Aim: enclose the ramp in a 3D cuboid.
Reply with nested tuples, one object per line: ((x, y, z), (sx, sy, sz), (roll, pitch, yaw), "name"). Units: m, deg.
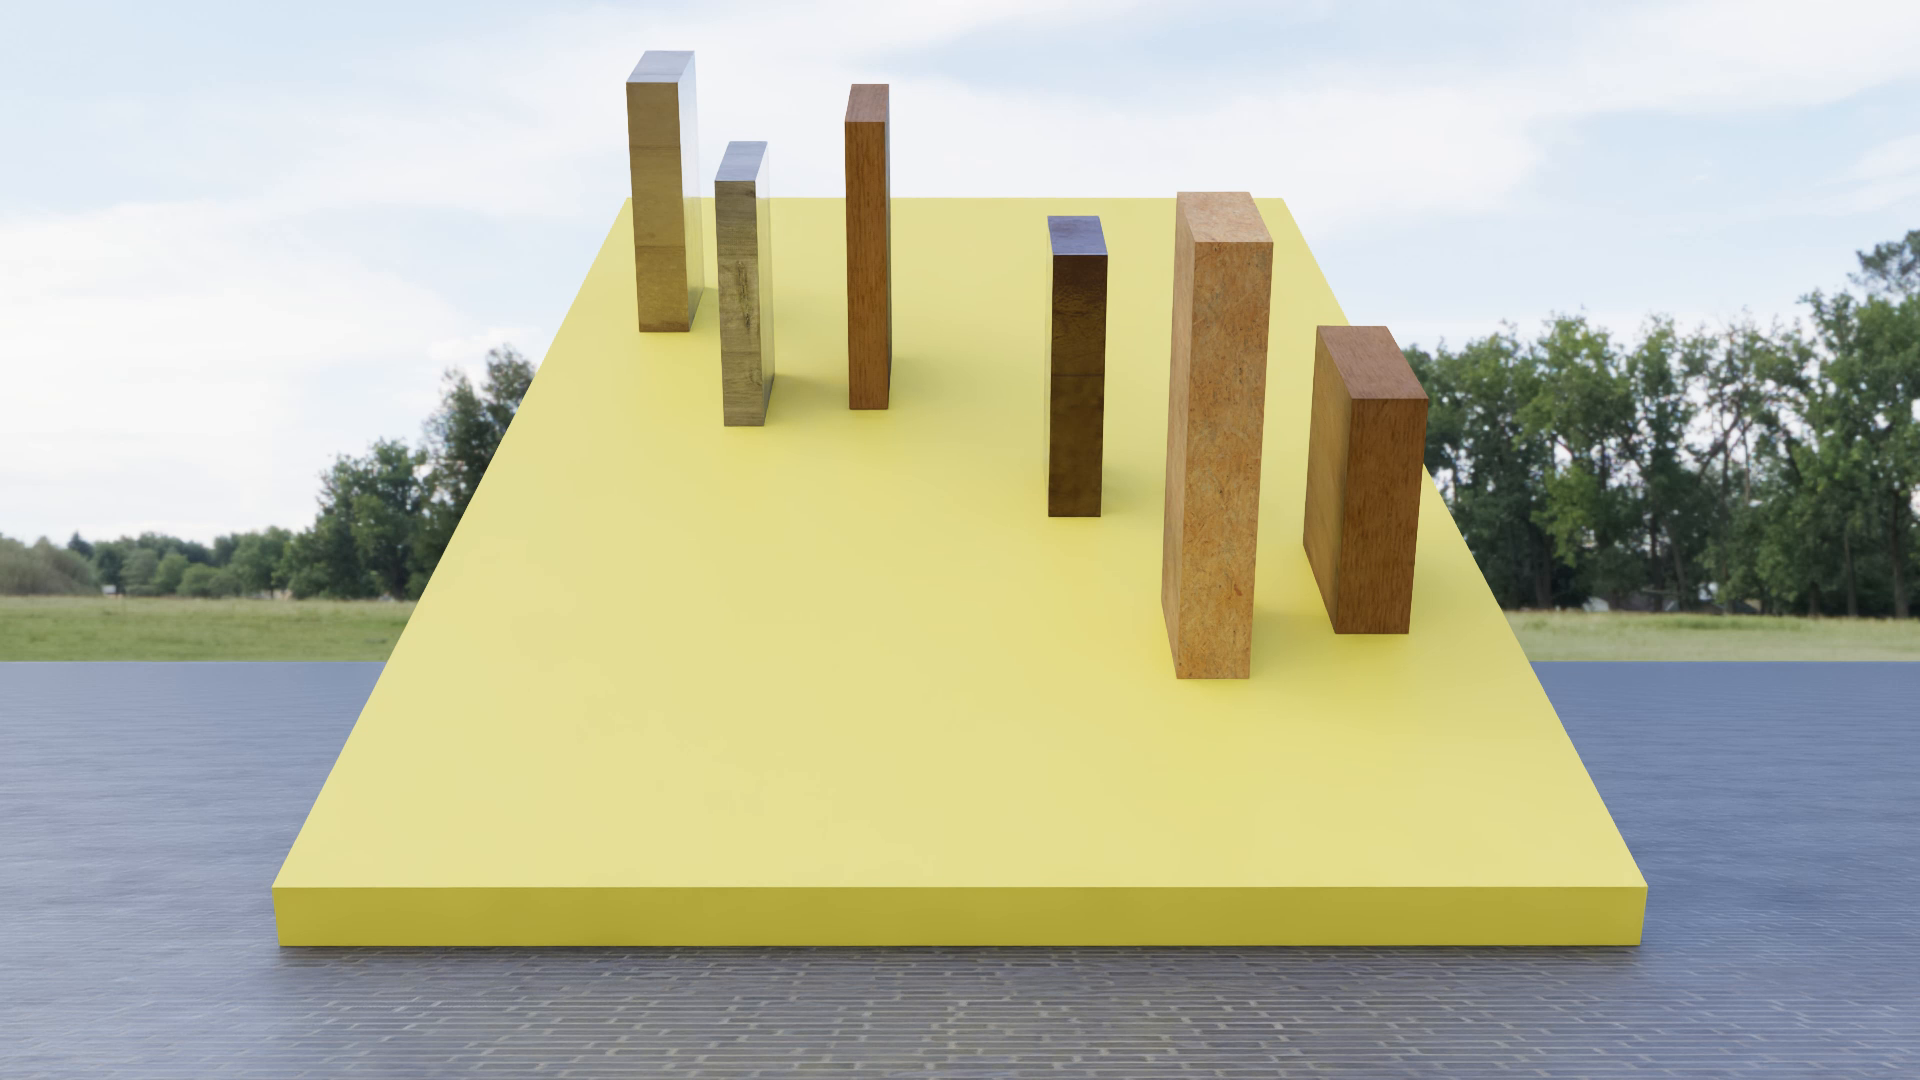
((-0.007, -0.225, 5.217), (2.000, 0.100, 4.000), (0, 23, 0), "ramp")

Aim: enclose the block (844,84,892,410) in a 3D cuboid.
((-0.208, -0.680, 5.317), (0.088, 0.661, 0.403), (0, 23, 0), "block")

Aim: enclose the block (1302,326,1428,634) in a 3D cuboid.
((0.741, -0.118, 4.259), (0.132, 0.449, 0.417), (0, 23, 0), "block")

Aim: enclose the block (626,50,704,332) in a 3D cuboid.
((-0.742, -0.888, 5.852), (0.126, 0.628, 0.400), (0, 23, 0), "block")

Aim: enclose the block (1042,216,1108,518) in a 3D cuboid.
((0.231, -0.355, 4.694), (0.107, 0.547, 0.294), (0, 23, 0), "block")

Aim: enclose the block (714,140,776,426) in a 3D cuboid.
((-0.483, -0.583, 5.218), (0.089, 0.559, 0.371), (0, 23, 0), "block")

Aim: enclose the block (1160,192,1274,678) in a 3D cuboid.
((0.437, -0.181, 3.985), (0.125, 0.776, 0.327), (0, 23, 0), "block")
